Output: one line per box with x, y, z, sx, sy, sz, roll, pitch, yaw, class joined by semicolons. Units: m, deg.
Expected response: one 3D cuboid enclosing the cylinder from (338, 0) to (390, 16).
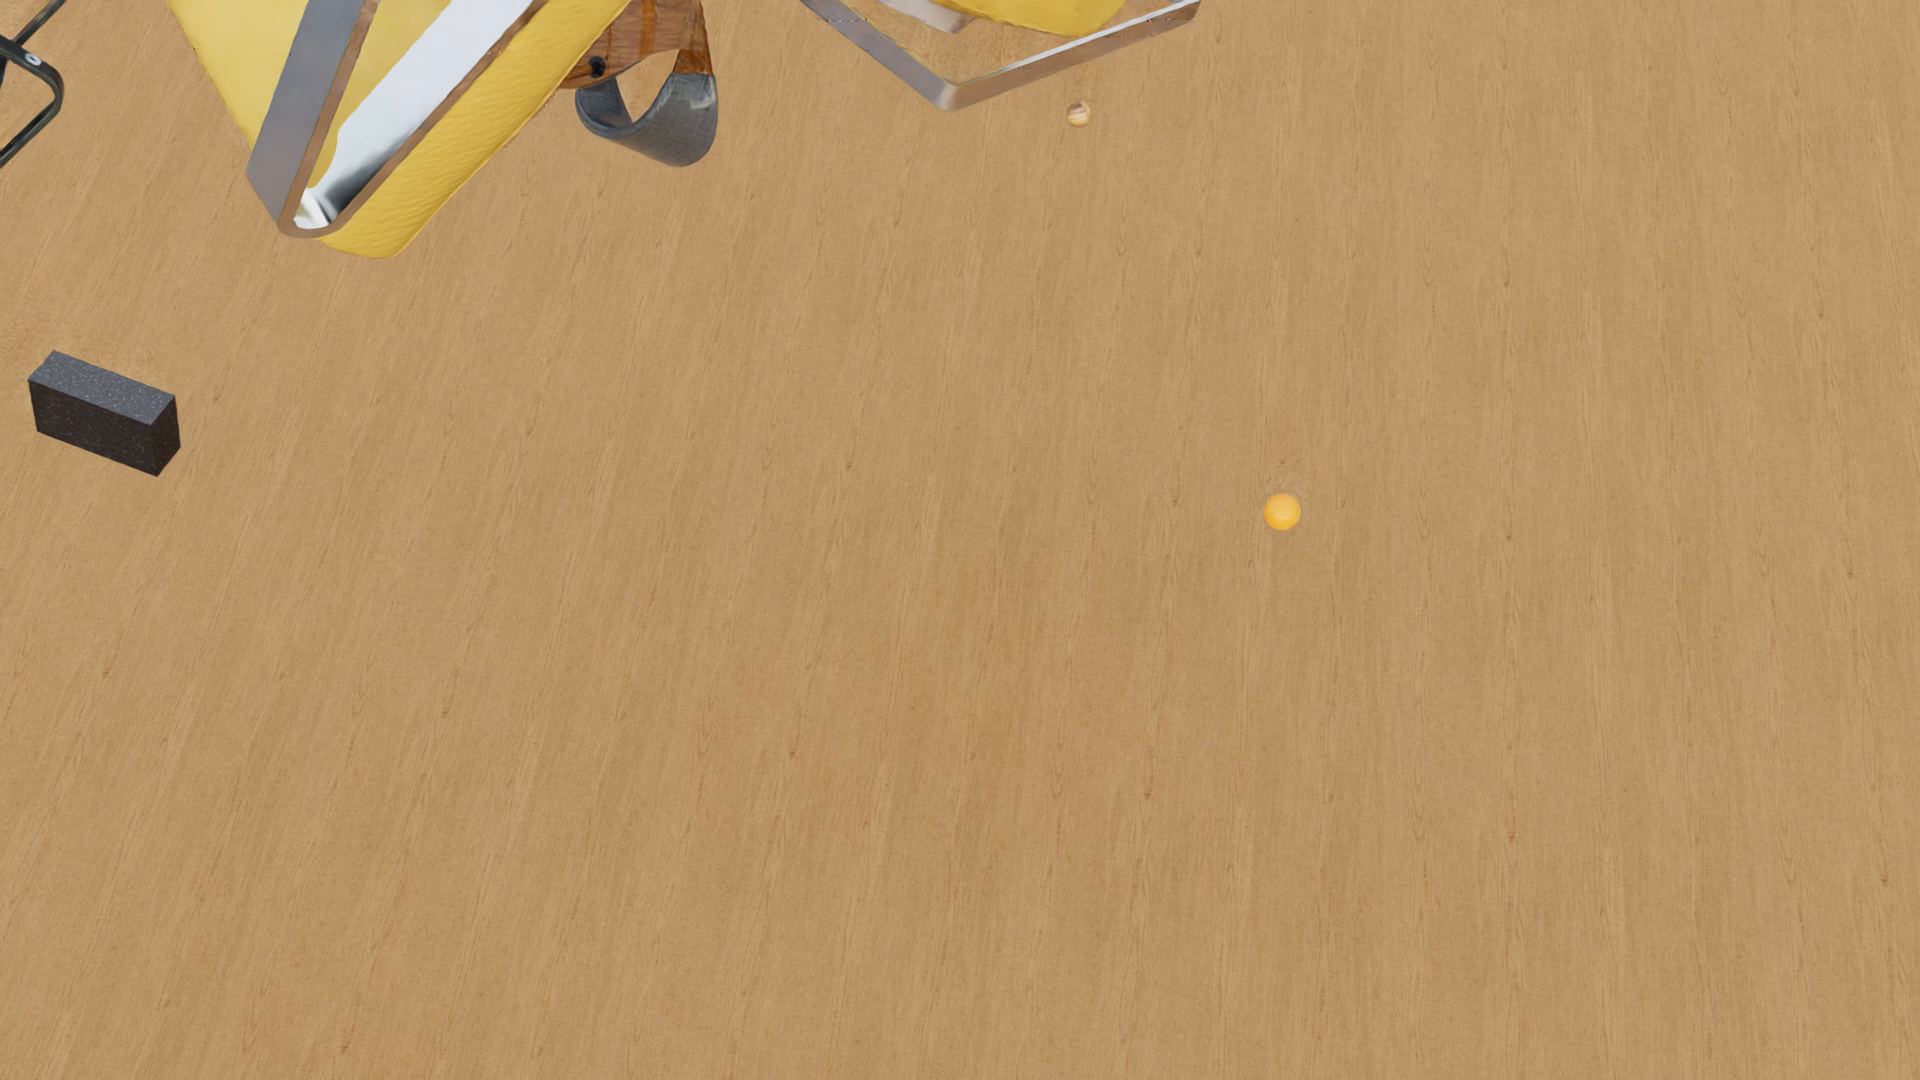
-1.013;-0.936;3.712;0.072;0.080;0.089;32;43;18;cylinder

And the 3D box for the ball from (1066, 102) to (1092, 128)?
0.270;-0.968;4.998;0.057;0.057;0.057;0;56;0;ball

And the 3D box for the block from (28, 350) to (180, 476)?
-1.505;-0.222;3.873;0.232;0.135;0.080;20;49;3;block
